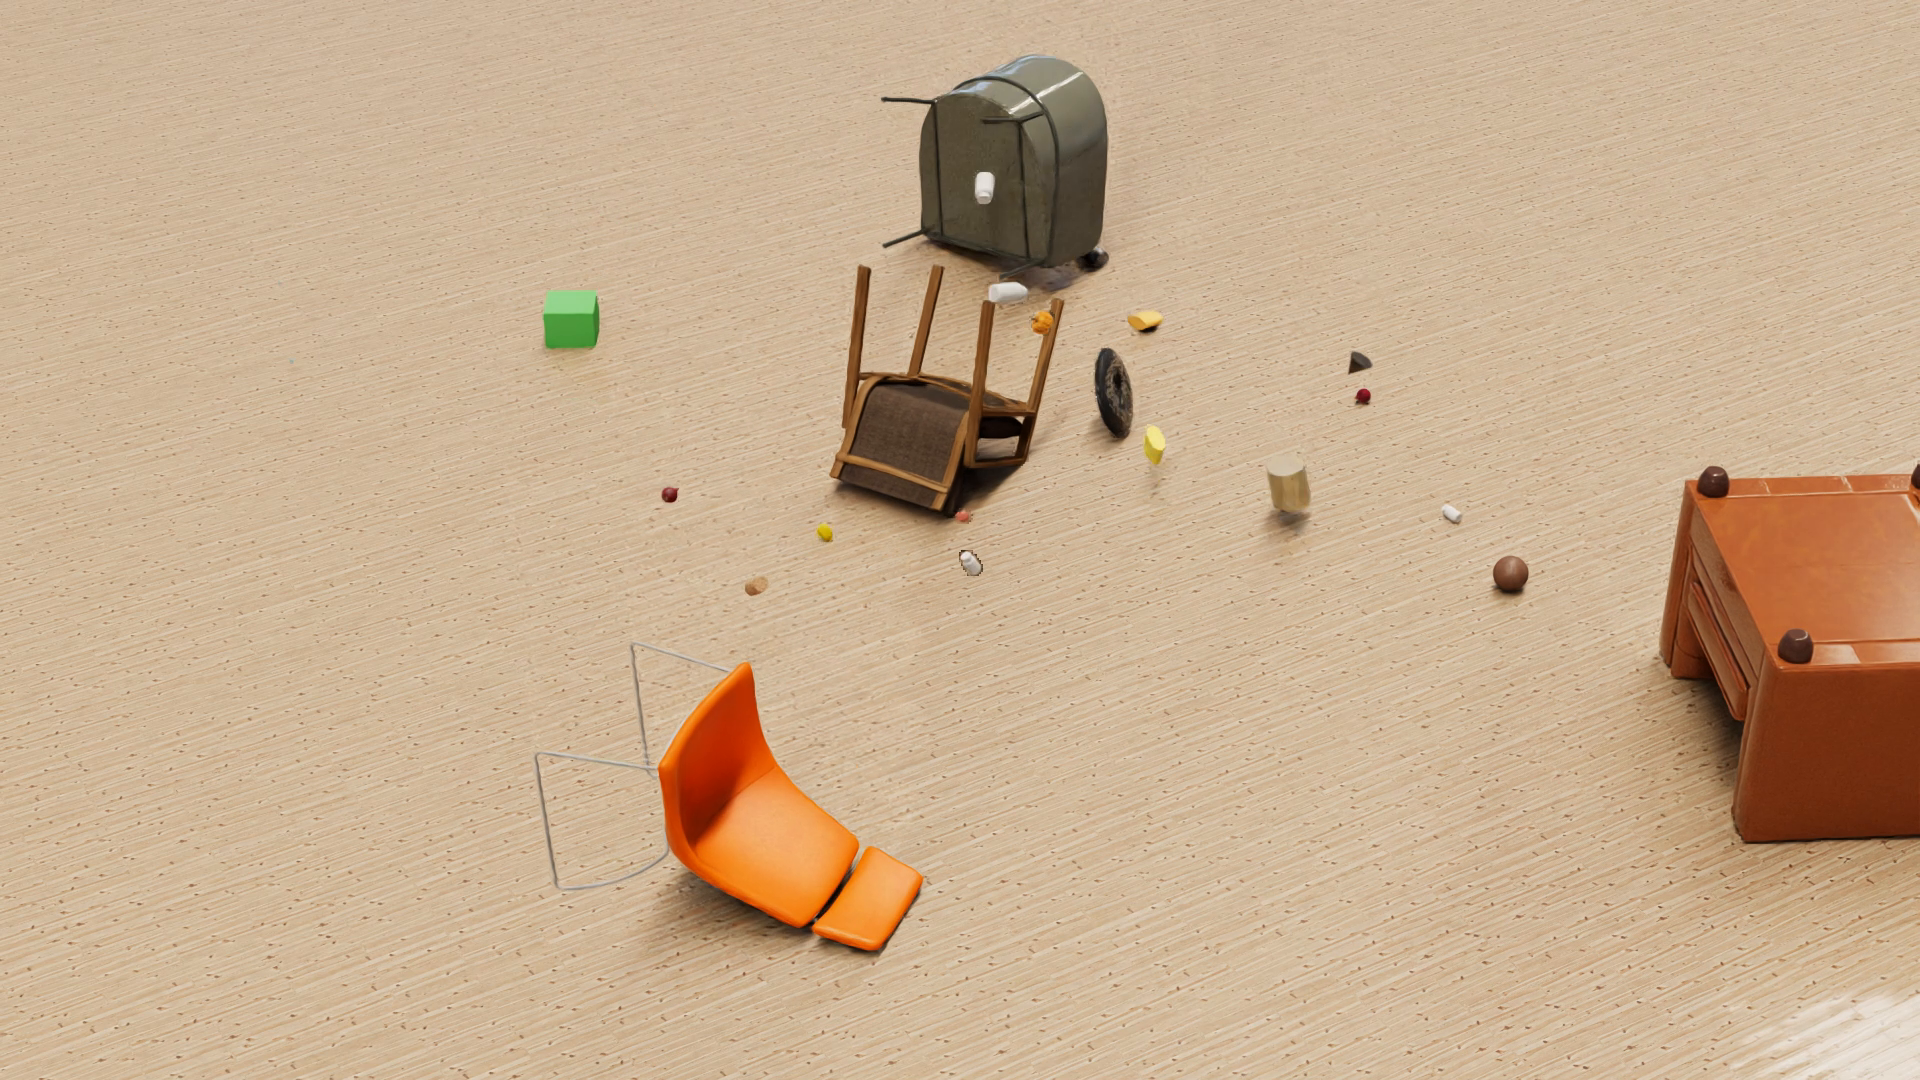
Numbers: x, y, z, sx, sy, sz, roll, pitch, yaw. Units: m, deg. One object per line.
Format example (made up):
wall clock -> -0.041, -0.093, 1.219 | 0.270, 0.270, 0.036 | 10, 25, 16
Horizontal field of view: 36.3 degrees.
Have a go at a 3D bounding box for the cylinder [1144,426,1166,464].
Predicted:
cylinder -> 0.744, -0.363, 11.221 | 0.058, 0.116, 0.111 | -17, 67, -11

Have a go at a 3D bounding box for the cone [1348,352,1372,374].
cone -> 1.545, -0.677, 11.468 | 0.109, 0.086, 0.085 | 16, 40, -35

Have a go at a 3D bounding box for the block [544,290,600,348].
block -> -1.615, -0.920, 12.195 | 0.204, 0.160, 0.197 | 0, 33, -1

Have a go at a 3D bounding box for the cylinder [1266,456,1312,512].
cylinder -> 1.231, -0.212, 10.988 | 0.143, 0.144, 0.205 | -14, 21, -2

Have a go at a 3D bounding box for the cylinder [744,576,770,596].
cylinder -> -0.709, 0.161, 10.214 | 0.058, 0.054, 0.084 | 1, -11, -29

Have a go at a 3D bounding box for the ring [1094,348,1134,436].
ring -> 0.607, -0.584, 11.568 | 0.066, 0.314, 0.389 | -14, 47, 22
